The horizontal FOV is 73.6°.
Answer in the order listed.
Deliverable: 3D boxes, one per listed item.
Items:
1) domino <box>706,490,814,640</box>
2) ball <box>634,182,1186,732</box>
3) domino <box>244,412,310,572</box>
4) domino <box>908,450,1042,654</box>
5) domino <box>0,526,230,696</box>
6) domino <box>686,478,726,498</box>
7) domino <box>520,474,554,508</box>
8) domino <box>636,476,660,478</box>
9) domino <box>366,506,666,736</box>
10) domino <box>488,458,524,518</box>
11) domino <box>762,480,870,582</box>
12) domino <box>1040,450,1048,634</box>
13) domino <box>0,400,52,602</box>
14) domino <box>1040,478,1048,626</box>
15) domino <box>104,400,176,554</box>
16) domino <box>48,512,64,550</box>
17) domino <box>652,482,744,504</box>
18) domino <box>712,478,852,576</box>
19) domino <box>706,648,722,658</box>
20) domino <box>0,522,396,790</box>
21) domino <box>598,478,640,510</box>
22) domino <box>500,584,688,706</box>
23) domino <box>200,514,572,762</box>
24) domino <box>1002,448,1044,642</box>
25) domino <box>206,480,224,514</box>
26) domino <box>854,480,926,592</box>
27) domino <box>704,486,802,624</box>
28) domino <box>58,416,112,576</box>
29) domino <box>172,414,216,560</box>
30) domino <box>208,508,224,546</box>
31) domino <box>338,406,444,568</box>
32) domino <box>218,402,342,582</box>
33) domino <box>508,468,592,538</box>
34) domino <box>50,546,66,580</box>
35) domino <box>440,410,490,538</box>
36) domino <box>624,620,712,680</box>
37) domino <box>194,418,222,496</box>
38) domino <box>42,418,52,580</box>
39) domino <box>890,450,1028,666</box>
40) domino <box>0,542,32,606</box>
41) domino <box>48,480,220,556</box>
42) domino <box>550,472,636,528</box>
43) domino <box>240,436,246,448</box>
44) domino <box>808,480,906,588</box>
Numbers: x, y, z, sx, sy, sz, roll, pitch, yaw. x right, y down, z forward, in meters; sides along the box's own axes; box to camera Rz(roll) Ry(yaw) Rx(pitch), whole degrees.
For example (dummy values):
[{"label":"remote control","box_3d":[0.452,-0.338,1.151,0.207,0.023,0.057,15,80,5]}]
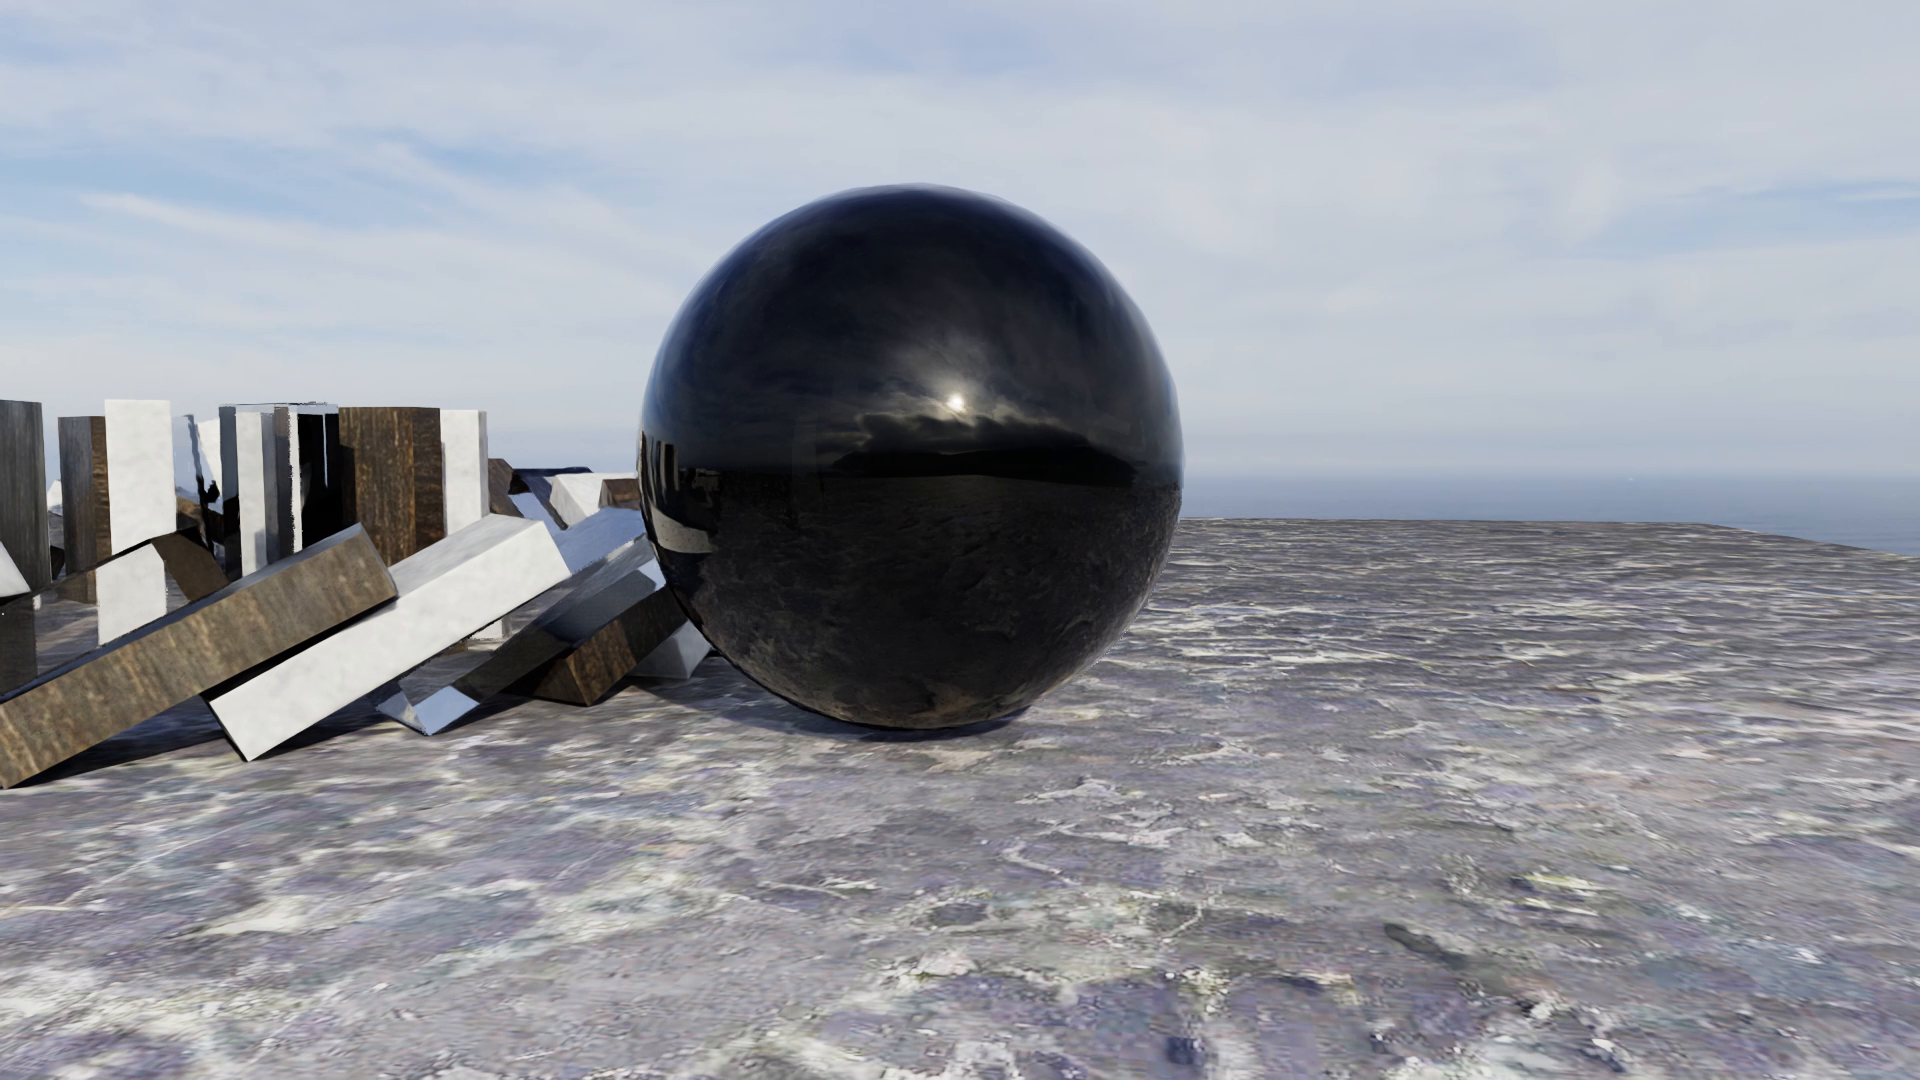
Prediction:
[{"label":"domino","box_3d":[-0.051,0.005,0.299,0.025,0.010,0.050,1,31,4]},{"label":"ball","box_3d":[-0.007,-0.012,0.191,0.080,0.080,0.080,0,4,0]},{"label":"domino","box_3d":[-0.171,-0.007,0.327,0.009,0.050,0.025,-1,4,-7]},{"label":"domino","box_3d":[0.004,0.001,0.274,0.025,0.010,0.050,1,47,5]},{"label":"domino","box_3d":[-0.124,0.015,0.165,0.050,0.010,0.025,-29,13,-15]},{"label":"domino","box_3d":[-0.079,-0.006,0.445,0.050,0.009,0.025,35,24,32]},{"label":"domino","box_3d":[-0.145,-0.008,0.467,0.050,0.010,0.025,28,10,11]},{"label":"domino","box_3d":[-0.100,-0.007,0.455,0.050,0.010,0.025,32,18,25]},{"label":"domino","box_3d":[-0.071,0.011,0.209,0.050,0.009,0.025,-36,27,-34]},{"label":"domino","box_3d":[-0.137,-0.006,0.396,0.050,0.009,0.025,41,19,16]},{"label":"domino","box_3d":[-0.042,-0.004,0.418,0.025,0.009,0.050,-4,31,-41]},{"label":"domino","box_3d":[0.008,-0.001,0.302,0.025,0.010,0.050,0,47,3]},{"label":"domino","box_3d":[-0.168,0.001,0.222,0.009,0.050,0.025,-1,4,-17]},{"label":"domino","box_3d":[0.009,0.002,0.320,0.025,0.010,0.050,0,35,3]},{"label":"domino","box_3d":[-0.147,0.000,0.232,0.009,0.050,0.025,-3,5,-32]},{"label":"domino","box_3d":[-0.292,-0.004,0.411,0.025,0.010,0.050,5,-20,48]},{"label":"domino","box_3d":[-0.066,0.001,0.343,0.025,0.010,0.050,-2,33,-21]},{"label":"domino","box_3d":[-0.060,-0.005,0.432,0.025,0.010,0.050,-5,32,-48]},{"label":"domino","box_3d":[-0.051,0.006,0.276,0.025,0.010,0.050,1,31,12]},{"label":"domino","box_3d":[-0.105,0.014,0.177,0.050,0.010,0.025,-30,16,-20]},{"label":"domino","box_3d":[-0.081,-0.001,0.361,0.025,0.010,0.050,-3,34,-34]},{"label":"domino","box_3d":[-0.060,0.010,0.230,0.025,0.009,0.050,3,32,33]},{"label":"domino","box_3d":[-0.087,0.013,0.193,0.050,0.009,0.025,-34,23,-30]},{"label":"domino","box_3d":[0.005,0.000,0.288,0.025,0.010,0.050,-1,47,2]},{"label":"domino","box_3d":[-0.235,-0.007,0.452,0.050,0.009,0.025,26,-3,-14]},{"label":"domino","box_3d":[-0.011,-0.002,0.384,0.025,0.010,0.050,-2,32,-26]},{"label":"domino","box_3d":[-0.054,0.003,0.321,0.025,0.010,0.050,0,31,-2]},{"label":"domino","box_3d":[-0.242,-0.009,0.360,0.025,0.050,0.010,3,5,38]},{"label":"domino","box_3d":[-0.227,-0.011,0.375,0.010,0.050,0.025,-10,9,-36]},{"label":"domino","box_3d":[-0.256,-0.006,0.442,0.050,0.010,0.025,26,-5,-19]},{"label":"domino","box_3d":[-0.122,-0.003,0.268,0.025,0.050,0.009,1,4,12]},{"label":"domino","box_3d":[-0.130,-0.001,0.247,0.025,0.050,0.009,3,5,34]},{"label":"domino","box_3d":[-0.114,-0.004,0.389,0.025,0.009,0.050,-4,39,-46]},{"label":"domino","box_3d":[-0.305,-0.002,0.393,0.025,0.009,0.050,4,-20,41]},{"label":"domino","box_3d":[-0.121,-0.004,0.291,0.025,0.050,0.010,-1,4,-9]},{"label":"domino","box_3d":[-0.055,0.008,0.254,0.025,0.010,0.050,1,31,18]},{"label":"domino","box_3d":[-0.213,-0.012,0.386,0.010,0.050,0.025,-19,10,-18]},{"label":"domino","box_3d":[-0.254,-0.008,0.340,0.025,0.050,0.009,2,5,28]},{"label":"domino","box_3d":[0.001,0.003,0.260,0.025,0.009,0.050,0,47,4]},{"label":"domino","box_3d":[-0.145,0.015,0.155,0.050,0.009,0.025,-28,7,-4]},{"label":"domino","box_3d":[-0.276,-0.005,0.428,0.050,0.009,0.025,28,-11,-29]},{"label":"domino","box_3d":[-0.098,-0.002,0.376,0.025,0.010,0.050,-4,36,-43]},{"label":"domino","box_3d":[-0.197,-0.011,0.392,0.010,0.050,0.025,-30,9,-7]},{"label":"domino","box_3d":[-0.026,-0.003,0.401,0.025,0.010,0.050,-3,31,-35]}]
